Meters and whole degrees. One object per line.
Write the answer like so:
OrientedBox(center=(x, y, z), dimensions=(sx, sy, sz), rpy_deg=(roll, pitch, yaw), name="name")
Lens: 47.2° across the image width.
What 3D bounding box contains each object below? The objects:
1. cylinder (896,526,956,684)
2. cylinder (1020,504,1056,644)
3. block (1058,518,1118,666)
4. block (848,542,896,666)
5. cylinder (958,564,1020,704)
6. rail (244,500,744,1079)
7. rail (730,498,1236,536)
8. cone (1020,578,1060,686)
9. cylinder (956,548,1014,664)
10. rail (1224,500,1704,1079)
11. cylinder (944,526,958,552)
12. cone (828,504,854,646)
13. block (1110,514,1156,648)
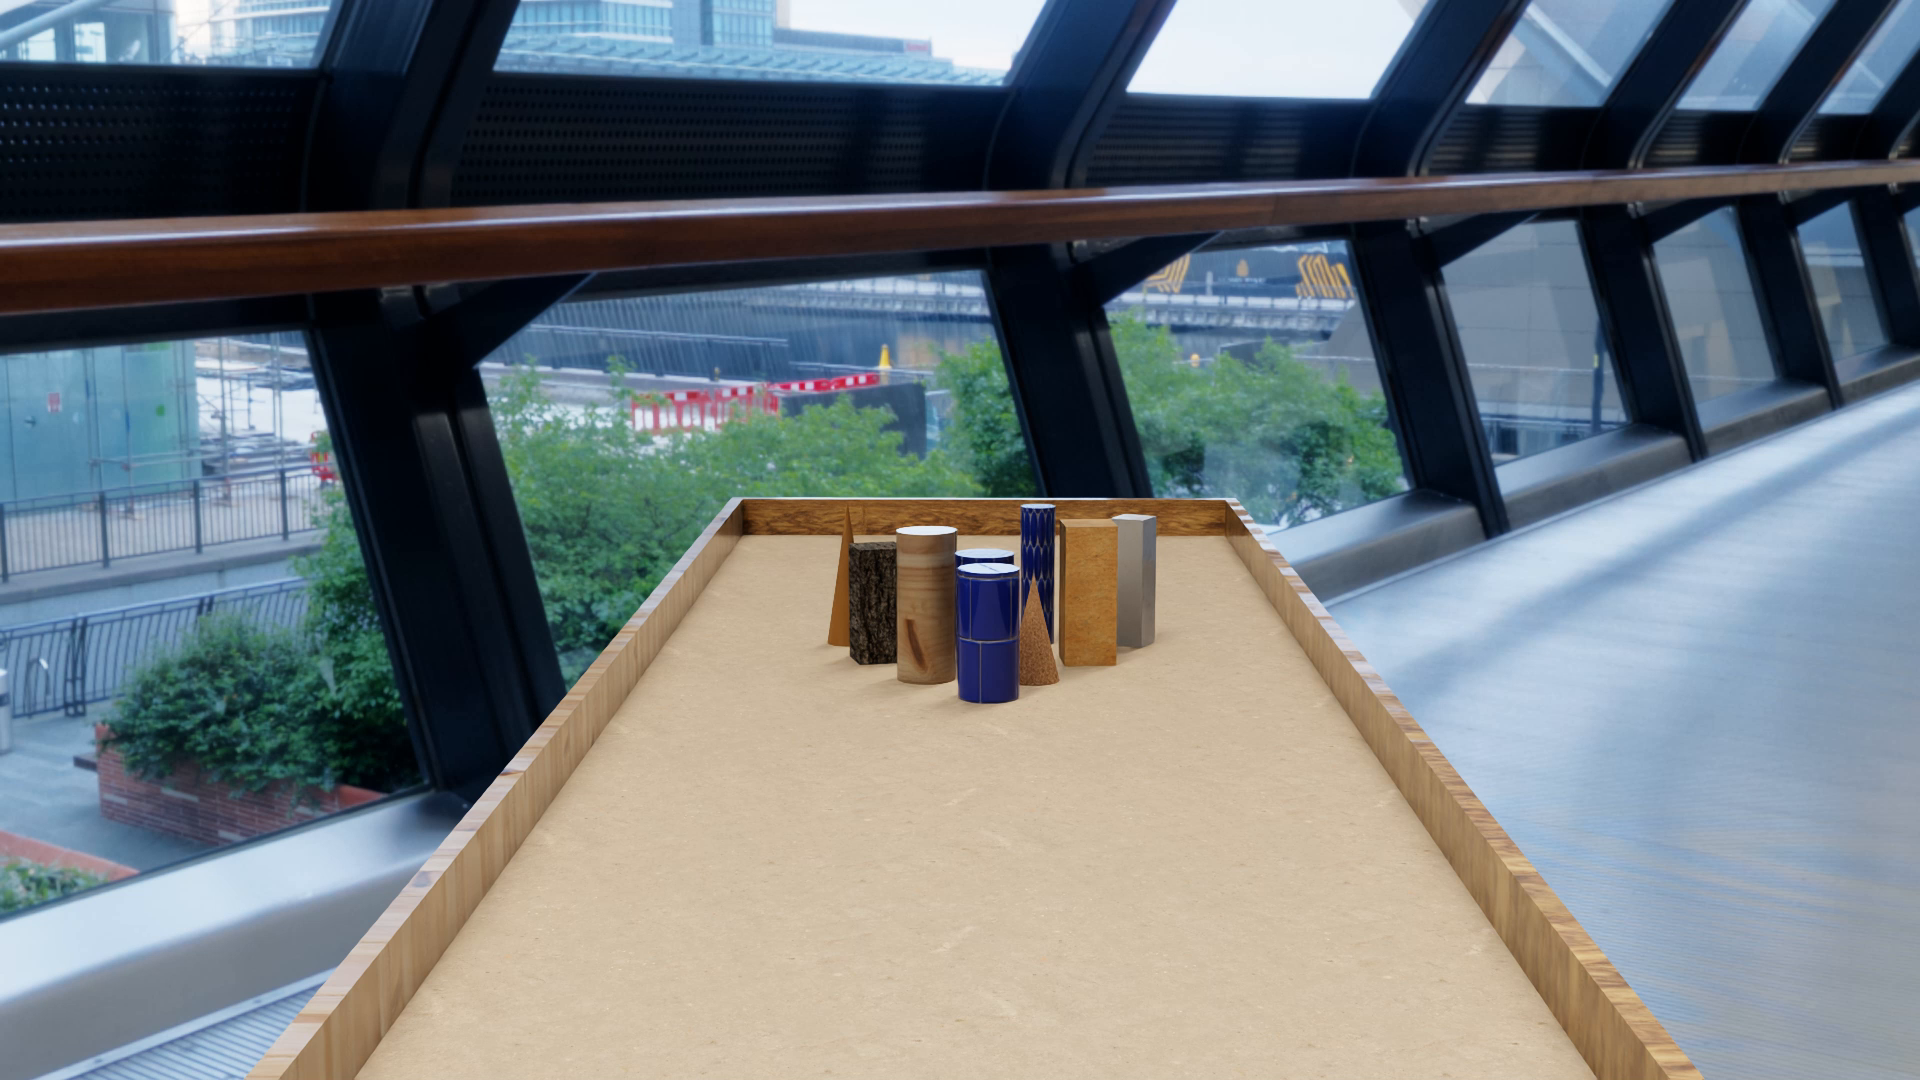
OrientedBox(center=(-0.099, 0.189, 6.414), dimensions=(0.171, 0.439, 0.171), rpy_deg=(0, 9, 0), name="cylinder")
OrientedBox(center=(0.245, 0.109, 6.928), dimensions=(0.108, 0.436, 0.108), rpy_deg=(0, 9, 0), name="cylinder")
OrientedBox(center=(0.387, 0.158, 6.658), dimensions=(0.156, 0.424, 0.156), rpy_deg=(-1, 9, -4), name="block")
OrientedBox(center=(-0.252, 0.191, 6.685), dimensions=(0.140, 0.351, 0.140), rpy_deg=(-3, 9, -15), name="block")
OrientedBox(center=(0.081, 0.261, 6.183), dimensions=(0.174, 0.369, 0.174), rpy_deg=(0, 9, 0), name="cylinder")
OrientedBox(center=(-1.004, 0.839, 3.234), dimensions=(0.050, 0.150, 12.000), rpy_deg=(0, 9, 1), name="rail")
OrientedBox(center=(0.099, -0.098, 9.147), dimensions=(2.100, 0.150, 0.050), rpy_deg=(0, 9, 1), name="rail")
OrientedBox(center=(0.214, 0.254, 6.402), dimensions=(0.153, 0.315, 0.153), rpy_deg=(0, 9, 0), name="cone")
OrientedBox(center=(0.074, 0.204, 6.655), dimensions=(0.179, 0.333, 0.179), rpy_deg=(0, 9, 0), name="cylinder")
OrientedBox(center=(1.046, 0.843, 3.208), dimensions=(0.050, 0.150, 12.000), rpy_deg=(0, 9, 1), name="rail")
OrientedBox(center=(-0.083, 0.146, 6.934), dimensions=(0.148, 0.362, 0.148), rpy_deg=(0, 9, 0), name="cylinder")
OrientedBox(center=(-0.353, 0.100, 6.930), dimensions=(0.134, 0.454, 0.134), rpy_deg=(0, 9, 0), name="cone")
OrientedBox(center=(0.544, 0.127, 6.916), dimensions=(0.108, 0.403, 0.108), rpy_deg=(5, 10, 27), name="block")
